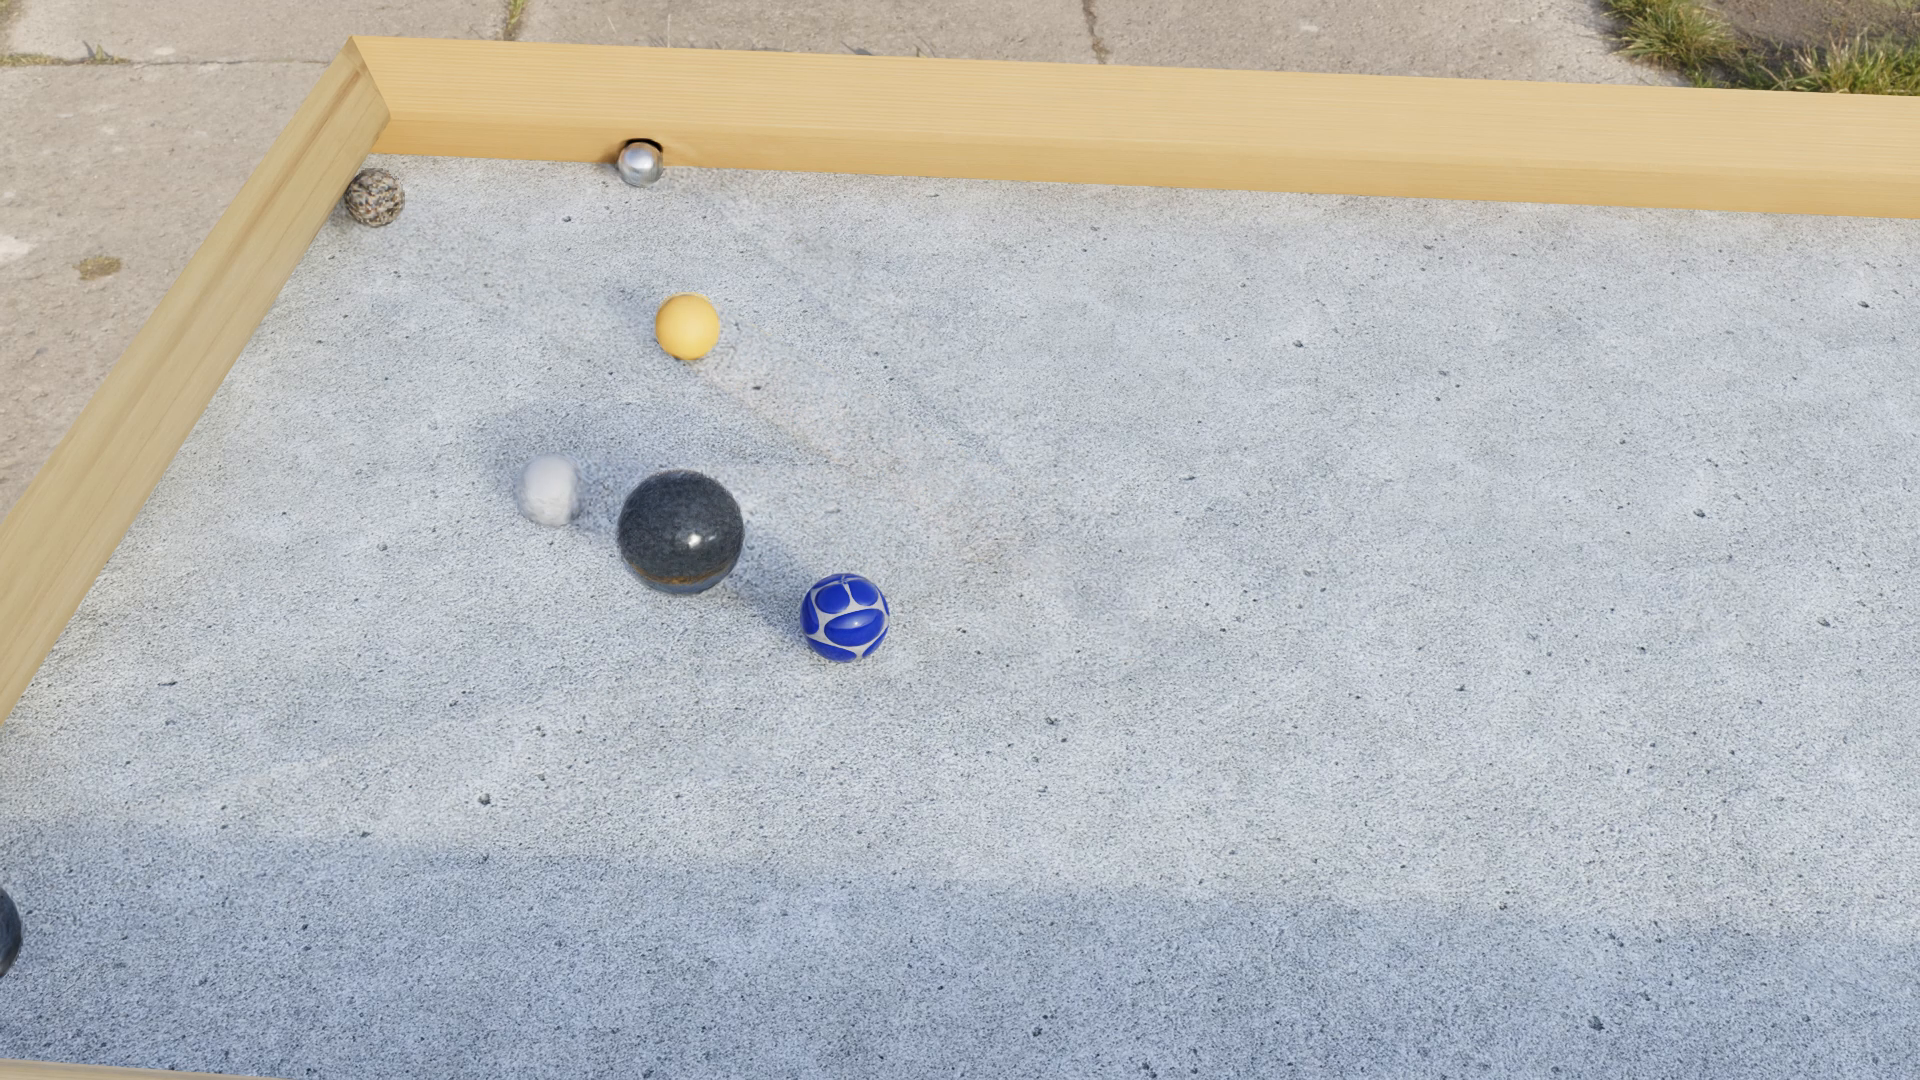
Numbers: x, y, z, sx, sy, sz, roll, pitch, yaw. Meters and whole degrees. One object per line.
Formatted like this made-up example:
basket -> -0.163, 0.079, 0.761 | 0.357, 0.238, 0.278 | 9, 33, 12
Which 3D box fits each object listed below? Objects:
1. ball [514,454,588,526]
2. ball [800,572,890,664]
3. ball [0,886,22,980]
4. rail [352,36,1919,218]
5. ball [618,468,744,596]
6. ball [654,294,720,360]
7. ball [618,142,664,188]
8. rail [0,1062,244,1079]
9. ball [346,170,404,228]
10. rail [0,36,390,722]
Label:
ball -> -0.324, -0.040, 2.036 | 0.057, 0.057, 0.057 | 0, 35, 0
ball -> -0.085, 0.057, 1.886 | 0.067, 0.067, 0.067 | 0, 35, 0
ball -> -0.628, 0.247, 1.600 | 0.081, 0.081, 0.081 | 0, 35, 0
rail -> 0.728, -0.361, 2.440 | 2.674, 0.125, 0.045 | 3, 35, 4
ball -> -0.212, -0.006, 1.952 | 0.096, 0.096, 0.096 | 0, 35, 0
ball -> -0.239, -0.187, 2.248 | 0.057, 0.057, 0.057 | 0, 35, 0
ball -> -0.314, -0.370, 2.525 | 0.045, 0.045, 0.045 | 0, 35, 0
rail -> 0.604, 0.383, 1.361 | 2.674, 0.125, 0.045 | 3, 35, 4
ball -> -0.560, -0.326, 2.454 | 0.054, 0.054, 0.054 | 0, 35, 0
rail -> -0.642, -0.059, 2.002 | 0.045, 0.125, 1.364 | 3, 35, 4
